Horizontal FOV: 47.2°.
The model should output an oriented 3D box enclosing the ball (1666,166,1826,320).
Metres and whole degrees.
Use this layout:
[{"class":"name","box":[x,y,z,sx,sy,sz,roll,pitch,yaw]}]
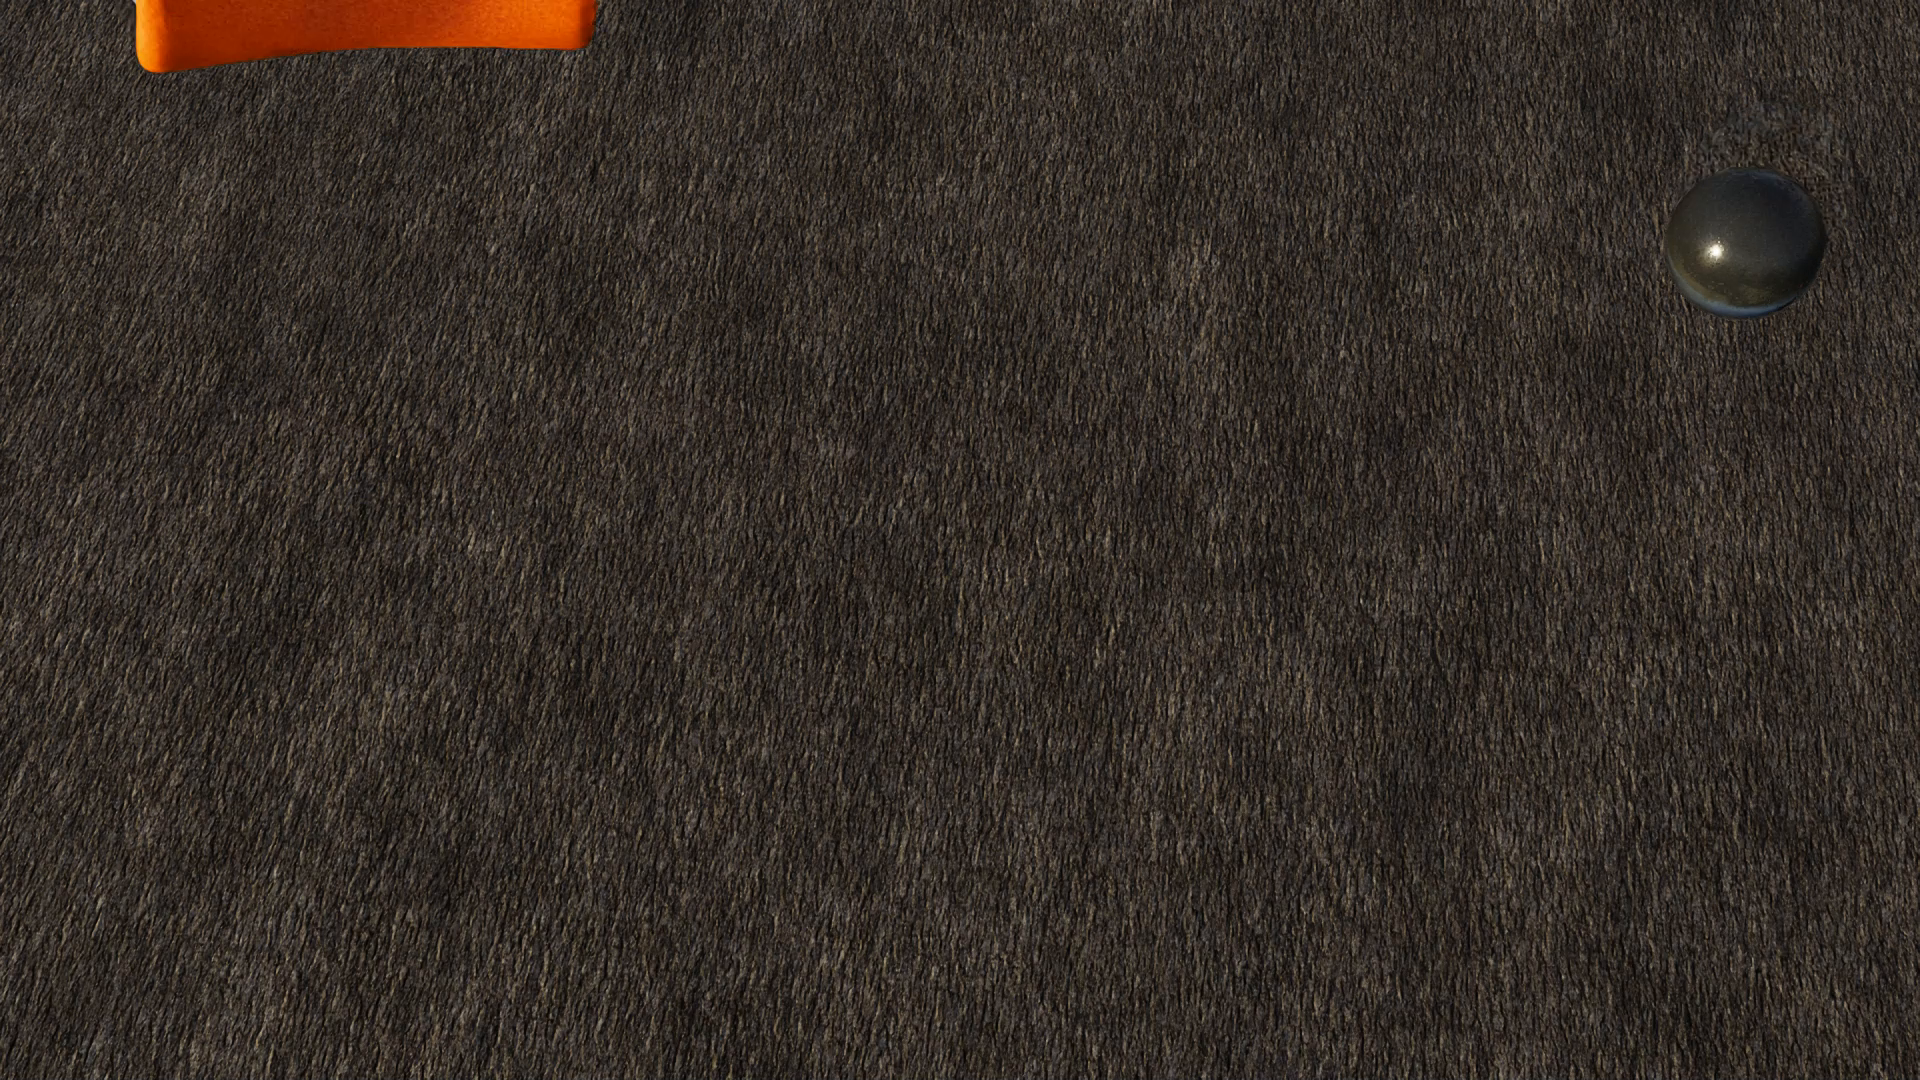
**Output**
[{"class":"ball","box":[0.827,-0.313,2.316,0.160,0.160,0.160,0,56,0]}]
